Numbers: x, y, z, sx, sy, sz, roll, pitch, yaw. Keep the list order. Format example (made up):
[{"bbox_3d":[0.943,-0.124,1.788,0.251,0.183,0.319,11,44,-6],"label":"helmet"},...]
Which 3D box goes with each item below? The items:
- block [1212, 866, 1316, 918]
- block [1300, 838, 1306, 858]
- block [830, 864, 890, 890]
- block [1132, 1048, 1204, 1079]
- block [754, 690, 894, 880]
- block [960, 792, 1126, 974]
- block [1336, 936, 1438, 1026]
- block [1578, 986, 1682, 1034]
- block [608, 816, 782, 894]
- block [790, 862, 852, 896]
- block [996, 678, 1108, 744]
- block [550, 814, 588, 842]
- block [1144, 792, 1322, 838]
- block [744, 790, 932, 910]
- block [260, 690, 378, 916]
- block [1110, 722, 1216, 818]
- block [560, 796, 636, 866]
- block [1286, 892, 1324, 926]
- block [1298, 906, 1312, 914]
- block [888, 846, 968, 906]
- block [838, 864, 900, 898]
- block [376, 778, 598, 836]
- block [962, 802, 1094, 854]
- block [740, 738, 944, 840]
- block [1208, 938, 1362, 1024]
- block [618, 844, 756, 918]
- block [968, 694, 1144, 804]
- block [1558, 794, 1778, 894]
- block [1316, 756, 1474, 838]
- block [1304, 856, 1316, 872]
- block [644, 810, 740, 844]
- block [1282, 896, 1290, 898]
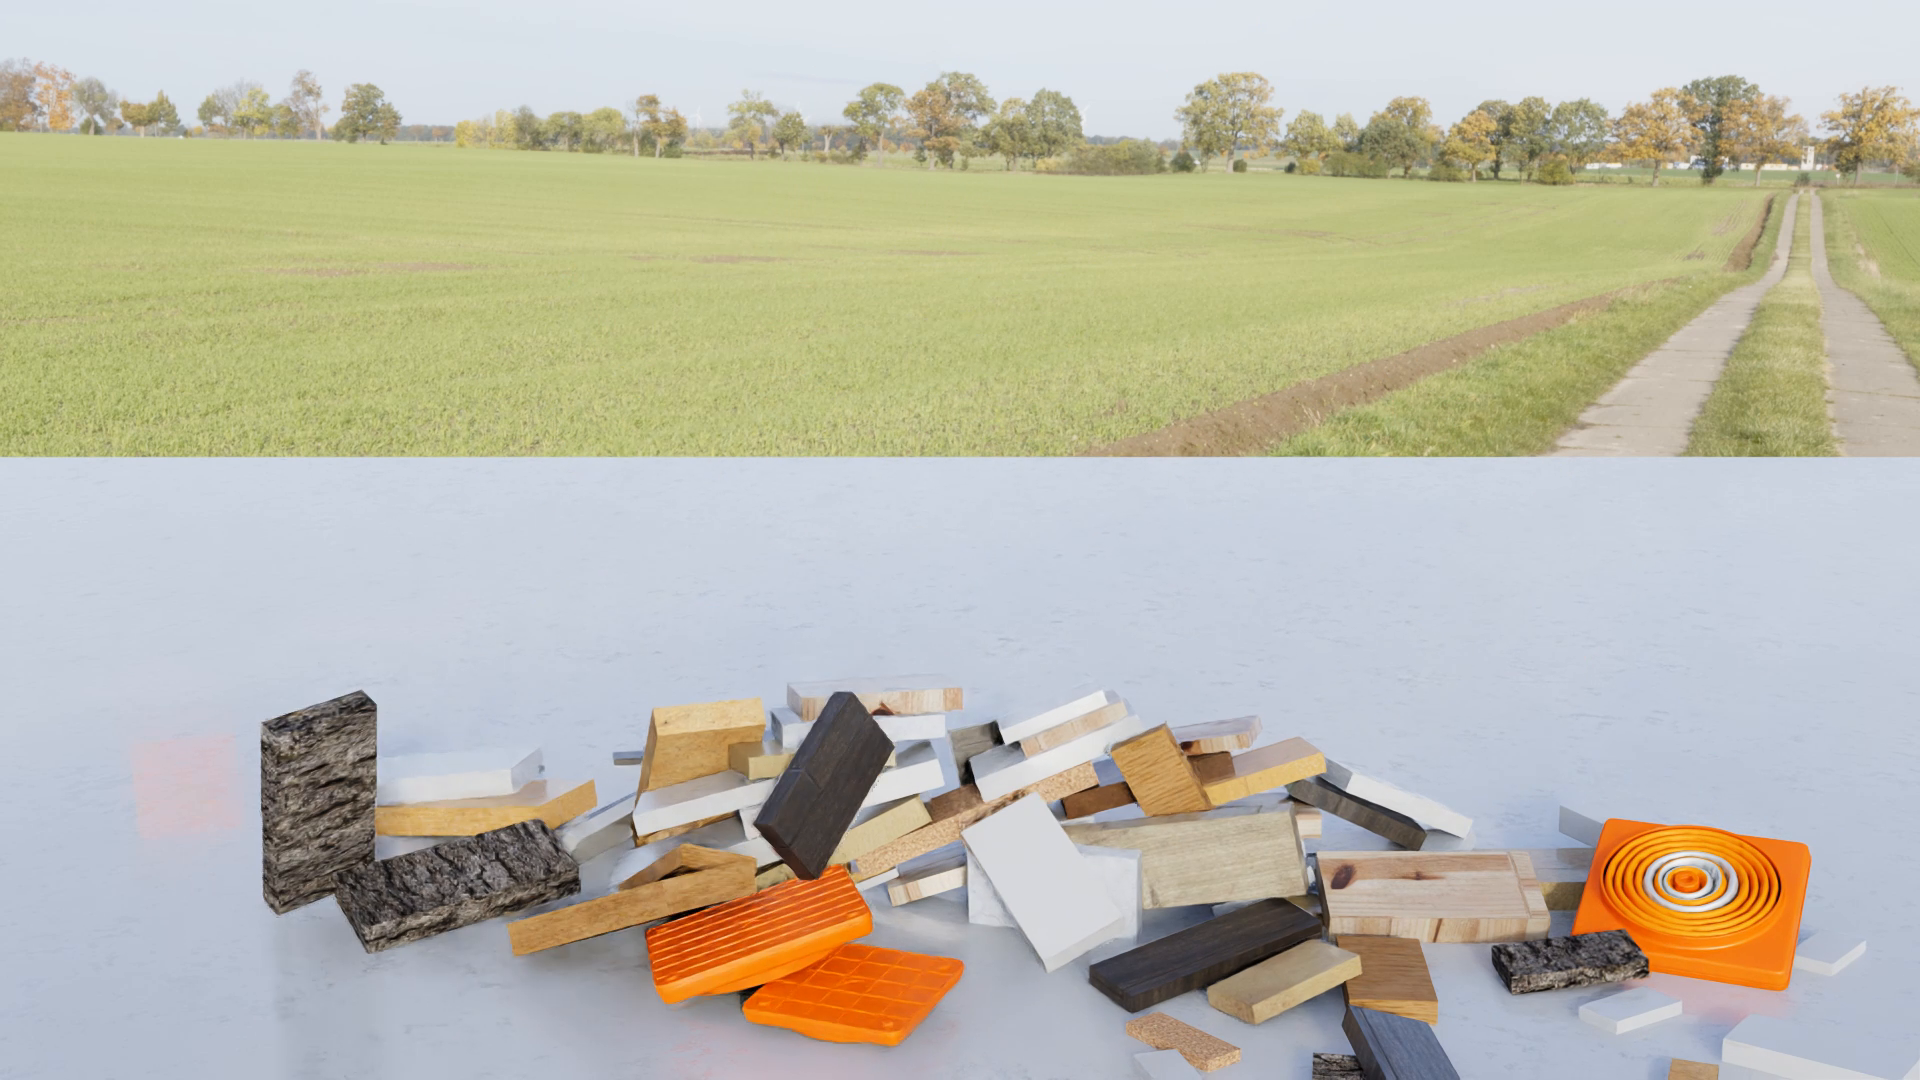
[{"bbox_3d":[0.488,0.566,3.527,0.165,0.023,0.082,-14,-11,-43],"label":"block"},{"bbox_3d":[0.427,0.529,3.682,0.275,0.039,0.138,-15,10,-4],"label":"block"},{"bbox_3d":[-0.165,0.552,3.672,0.103,0.015,0.051,-21,11,6],"label":"block"},{"bbox_3d":[0.282,0.717,2.938,0.063,0.018,0.126,-3,11,-16],"label":"block"},{"bbox_3d":[-0.210,0.383,3.451,0.038,0.135,0.271,-4,43,40],"label":"block"},{"bbox_3d":[0.127,0.526,3.405,0.138,0.039,0.275,-28,49,-10],"label":"block"},{"bbox_3d":[0.629,0.649,3.253,0.125,0.035,0.249,1,11,5],"label":"block"},{"bbox_3d":[0.963,0.675,3.159,0.138,0.020,0.069,-7,12,-32],"label":"block"},{"bbox_3d":[-0.410,0.518,3.655,0.331,0.047,0.166,-18,10,2],"label":"block"},{"bbox_3d":[-0.232,0.564,3.671,0.103,0.015,0.051,-21,10,3],"label":"block"},{"bbox_3d":[0.152,0.285,3.667,0.182,0.026,0.091,-22,10,1],"label":"block"},{"bbox_3d":[-0.719,0.518,3.889,0.070,0.020,0.140,-6,10,17],"label":"block"},{"bbox_3d":[0.453,0.459,3.666,0.275,0.039,0.138,0,9,-2],"label":"block"},{"bbox_3d":[-0.206,0.495,3.660,0.331,0.047,0.166,-27,10,3],"label":"block"},{"bbox_3d":[-1.028,0.422,3.529,0.174,0.348,0.049,-19,40,-41],"label":"block"},{"bbox_3d":[0.334,0.401,3.541,0.099,0.198,0.028,-26,9,22],"label":"block"},{"bbox_3d":[-0.568,0.487,3.978,0.026,0.091,0.561,39,22,12],"label":"block"},{"bbox_3d":[0.535,0.604,3.530,0.165,0.023,0.082,-9,14,-40],"label":"block"},{"bbox_3d":[0.460,0.607,3.427,0.165,0.023,0.082,-17,19,-27],"label":"block"},{"bbox_3d":[-0.012,0.545,3.654,0.219,0.031,0.109,-17,10,0],"label":"block"},{"bbox_3d":[-0.152,0.565,3.664,0.103,0.015,0.051,-22,10,1],"label":"block"},{"bbox_3d":[-0.858,0.483,3.979,0.357,0.051,0.179,-4,8,23],"label":"block"},{"bbox_3d":[0.111,0.477,3.669,0.219,0.031,0.109,-9,10,-2],"label":"block"},{"bbox_3d":[-0.200,0.407,3.642,0.331,0.047,0.166,-15,11,-5],"label":"block"},{"bbox_3d":[0.473,0.641,3.203,0.205,0.029,0.103,-17,14,-30],"label":"block"},{"bbox_3d":[-0.428,0.535,3.436,0.123,0.035,0.247,16,-30,-27],"label":"block"},{"bbox_3d":[0.160,0.347,3.666,0.286,0.041,0.143,-22,10,0],"label":"block"},{"bbox_3d":[1.188,0.508,3.712,0.171,0.048,0.342,-4,11,-22],"label":"block"},{"bbox_3d":[0.732,0.434,3.708,0.239,0.034,0.120,22,2,-16],"label":"block"},{"bbox_3d":[0.548,0.547,3.647,0.132,0.019,0.066,-3,-21,-38],"label":"block"},{"bbox_3d":[-0.444,0.496,3.783,0.183,0.026,0.091,-29,-25,26],"label":"block"},{"bbox_3d":[0.498,0.580,3.671,0.132,0.019,0.066,0,11,-2],"label":"block"}]
